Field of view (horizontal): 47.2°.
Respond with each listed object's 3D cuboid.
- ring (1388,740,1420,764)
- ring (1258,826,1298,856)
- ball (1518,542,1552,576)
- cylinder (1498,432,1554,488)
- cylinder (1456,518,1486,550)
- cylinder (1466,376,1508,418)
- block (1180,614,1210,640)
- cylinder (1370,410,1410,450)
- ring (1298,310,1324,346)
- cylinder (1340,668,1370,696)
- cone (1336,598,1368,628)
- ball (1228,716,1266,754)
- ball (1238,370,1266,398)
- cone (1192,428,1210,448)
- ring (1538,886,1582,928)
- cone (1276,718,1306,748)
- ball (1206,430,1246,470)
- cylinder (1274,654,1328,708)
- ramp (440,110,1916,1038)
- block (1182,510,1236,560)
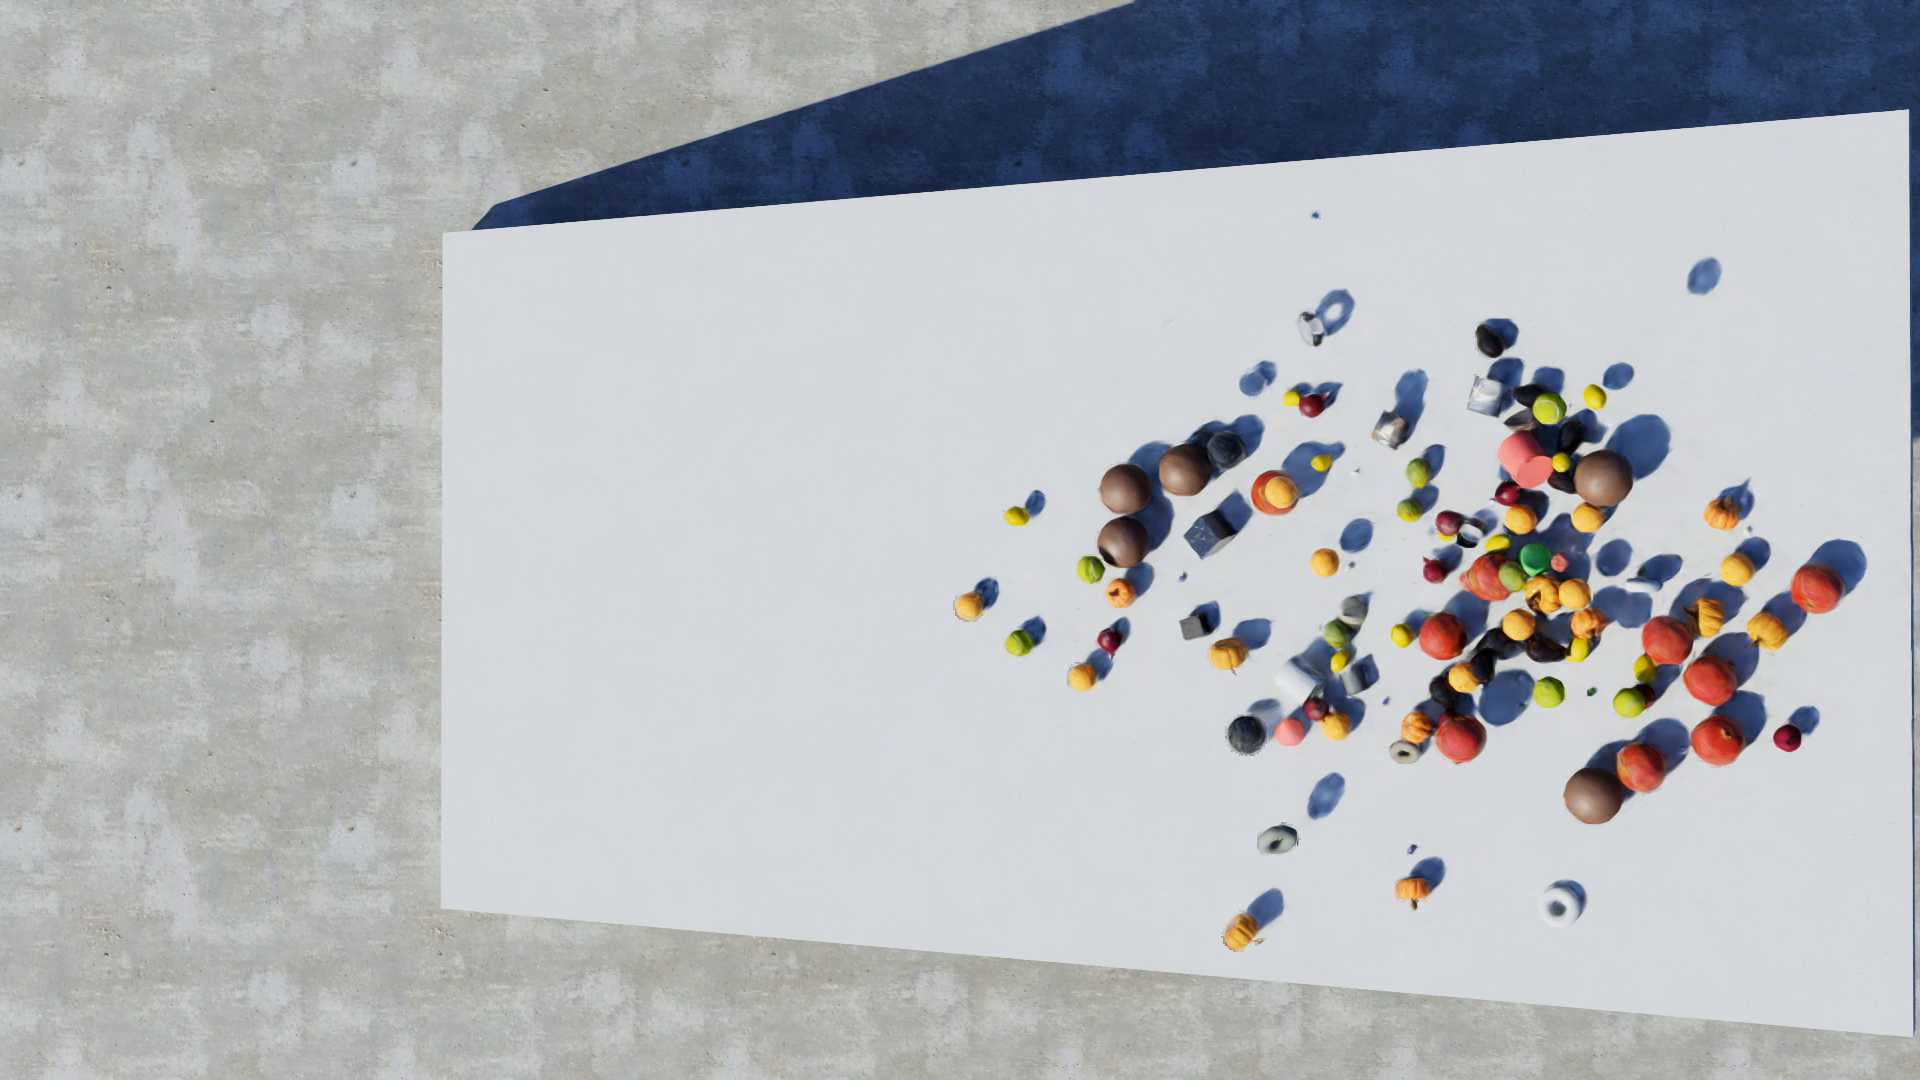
[{"bbox_3d":[1.051,0.503,5.198,0.075,0.075,0.025,18,48,0],"label":"ring"},{"bbox_3d":[0.756,0.713,5.226,0.097,0.097,0.032,-14,48,0],"label":"ring"},{"bbox_3d":[1.322,0.044,5.060,0.077,0.077,0.077,0,89,0],"label":"ball"},{"bbox_3d":[1.294,-0.183,5.036,0.093,0.093,0.093,-10,132,-12],"label":"cylinder"},{"bbox_3d":[1.191,-0.015,5.128,0.052,0.052,0.052,38,53,0],"label":"cylinder"},{"bbox_3d":[1.224,-0.331,5.108,0.077,0.077,0.077,17,95,0],"label":"cylinder"},{"bbox_3d":[0.581,0.216,5.438,0.052,0.052,0.052,-17,82,25],"label":"block"},{"bbox_3d":[1.019,-0.260,5.212,0.070,0.070,0.070,28,94,0],"label":"cylinder"},{"bbox_3d":[0.843,-0.507,5.274,0.031,0.093,0.093,-23,89,-14],"label":"ring"},{"bbox_3d":[0.944,0.339,5.255,0.053,0.053,0.053,-19,80,0],"label":"cylinder"},{"bbox_3d":[0.926,0.177,5.252,0.076,0.076,0.076,2,94,24],"label":"cone"},{"bbox_3d":[0.697,0.475,5.355,0.093,0.093,0.093,0,89,0],"label":"ball"},{"bbox_3d":[0.714,-0.381,5.372,0.065,0.065,0.065,0,89,0],"label":"ball"},{"bbox_3d":[0.615,-0.241,5.441,0.058,0.058,0.058,25,89,-3],"label":"cone"},{"bbox_3d":[1.377,0.842,5.049,0.098,0.033,0.098,-2,85,29],"label":"ring"},{"bbox_3d":[0.788,0.450,5.304,0.077,0.077,0.077,-11,60,19],"label":"cone"},{"bbox_3d":[0.651,-0.219,5.384,0.096,0.096,0.096,0,89,0],"label":"ball"},{"bbox_3d":[0.821,0.338,5.296,0.091,0.091,0.091,40,89,21],"label":"cylinder"},{"bbox_3d":[0.280,0.080,5.673,4.000,0.100,2.000,0,89,26],"label":"ramp"},{"bbox_3d":[0.612,-0.013,5.398,0.077,0.077,0.077,52,129,15],"label":"block"}]
